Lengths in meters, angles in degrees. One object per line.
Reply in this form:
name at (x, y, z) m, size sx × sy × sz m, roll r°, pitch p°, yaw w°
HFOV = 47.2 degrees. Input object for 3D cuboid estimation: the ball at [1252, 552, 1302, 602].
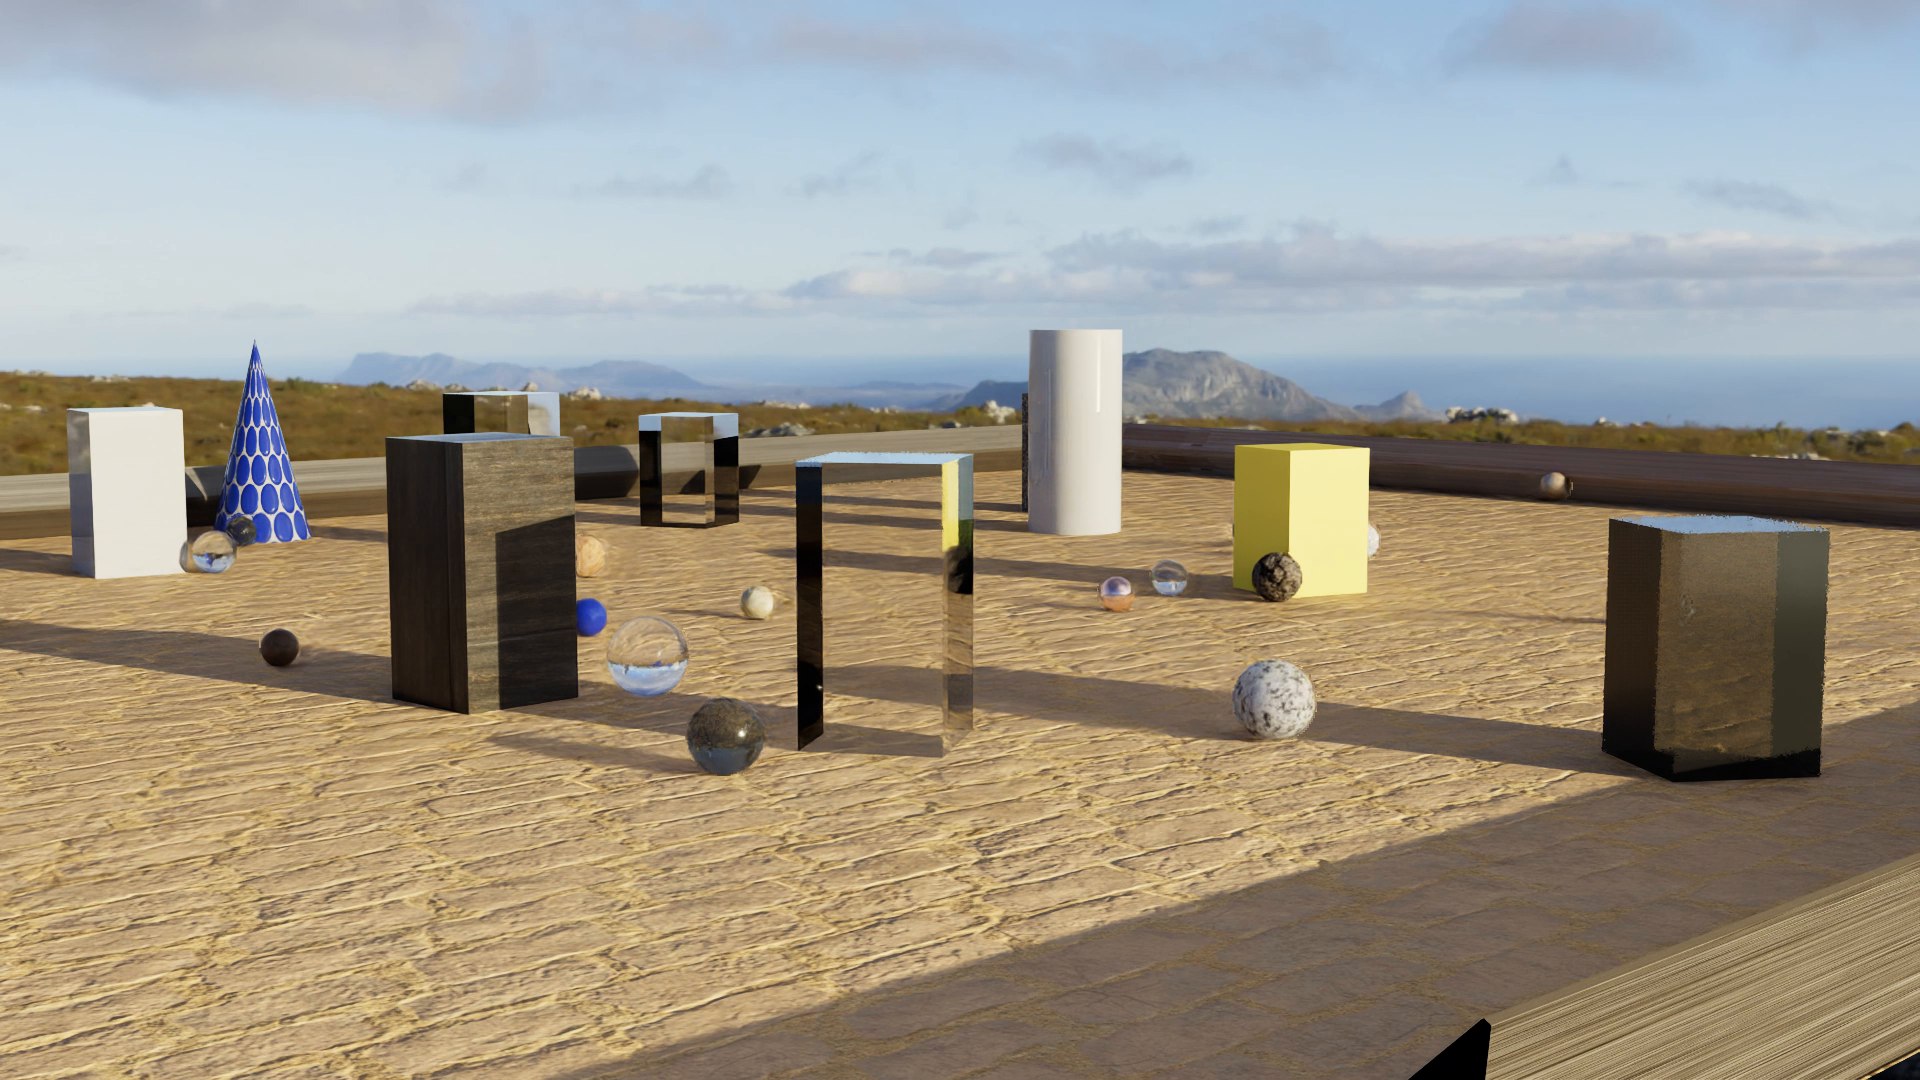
ball at (0.480, 0.056, 3.324) m, size 0.076 × 0.076 × 0.076 m, roll 0°, pitch 6°, yaw 0°

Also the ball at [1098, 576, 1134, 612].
ball at (0.229, 0.079, 3.216) m, size 0.052 × 0.052 × 0.052 m, roll 0°, pitch 6°, yaw 0°

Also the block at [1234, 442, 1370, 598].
block at (0.535, -0.034, 3.459) m, size 0.149 × 0.226 × 0.149 m, roll -3°, pitch 7°, yaw -27°

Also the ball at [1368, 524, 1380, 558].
ball at (0.704, 0.002, 3.869) m, size 0.067 × 0.067 × 0.067 m, roll 0°, pitch 6°, yaw 0°

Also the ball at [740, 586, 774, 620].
ball at (-0.290, 0.090, 3.138) m, size 0.047 × 0.047 × 0.047 m, roll 0°, pitch 6°, yaw 0°

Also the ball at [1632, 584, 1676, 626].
ball at (0.974, 0.090, 3.083) m, size 0.058 × 0.058 × 0.058 m, roll 0°, pitch 6°, yaw 0°

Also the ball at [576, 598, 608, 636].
ball at (-0.504, 0.105, 2.978) m, size 0.052 × 0.052 × 0.052 m, roll 0°, pitch 6°, yaw 0°

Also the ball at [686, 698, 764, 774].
ball at (-0.224, 0.187, 2.098) m, size 0.074 × 0.074 × 0.074 m, roll 0°, pitch 6°, yaw 0°

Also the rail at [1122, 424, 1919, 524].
rail at (1.622, -0.126, 4.821) m, size 0.045 × 0.121 × 3.766 m, roll -6°, pitch 8°, yaw -42°

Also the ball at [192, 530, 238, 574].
ball at (-1.248, 0.020, 3.683) m, size 0.072 × 0.072 × 0.072 m, roll 0°, pitch 6°, yaw 0°

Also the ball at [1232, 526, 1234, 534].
ball at (0.539, -0.019, 4.119) m, size 0.057 × 0.057 × 0.057 m, roll 0°, pitch 6°, yaw 0°

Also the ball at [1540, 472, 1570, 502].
ball at (1.362, -0.122, 5.036) m, size 0.068 × 0.068 × 0.068 m, roll 0°, pitch 6°, yaw 0°

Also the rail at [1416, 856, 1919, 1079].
rail at (1.261, 0.176, 1.973) m, size 4.462 × 0.121 × 0.045 m, roll -6°, pitch 8°, yaw -42°

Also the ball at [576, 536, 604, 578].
ball at (-0.621, 0.027, 3.627) m, size 0.070 × 0.070 × 0.070 m, roll 0°, pitch 6°, yaw 0°

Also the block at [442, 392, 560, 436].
block at (-0.847, -0.129, 4.073) m, size 0.149 × 0.286 × 0.149 m, roll 4°, pitch 7°, yaw 31°

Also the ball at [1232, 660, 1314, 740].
ball at (0.323, 0.164, 2.263) m, size 0.084 × 0.084 × 0.084 m, roll 0°, pitch 6°, yaw 0°

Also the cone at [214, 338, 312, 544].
cone at (-1.347, -0.195, 4.221) m, size 0.186 × 0.385 × 0.186 m, roll 0°, pitch 6°, yaw 0°

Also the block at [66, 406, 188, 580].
block at (-1.400, -0.083, 3.695) m, size 0.149 × 0.273 × 0.149 m, roll -4°, pitch 7°, yaw -35°

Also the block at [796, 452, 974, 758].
block at (-0.075, 0.061, 2.251) m, size 0.149 × 0.292 × 0.149 m, roll 1°, pitch 6°, yaw 12°

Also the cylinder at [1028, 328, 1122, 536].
cylinder at (0.229, -0.218, 4.372) m, size 0.186 × 0.400 × 0.186 m, roll 0°, pitch 6°, yaw 0°

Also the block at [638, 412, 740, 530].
block at (-0.554, -0.144, 4.502) m, size 0.149 × 0.225 × 0.149 m, roll 2°, pitch 6°, yaw 21°

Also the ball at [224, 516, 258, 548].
ball at (-1.335, -0.015, 4.085) m, size 0.057 × 0.057 × 0.057 m, roll 0°, pitch 6°, yaw 0°

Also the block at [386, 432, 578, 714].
block at (-0.542, 0.032, 2.495) m, size 0.149 × 0.298 × 0.149 m, roll 6°, pitch 8°, yaw 42°

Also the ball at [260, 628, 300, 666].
ball at (-0.845, 0.133, 2.731) m, size 0.047 × 0.047 × 0.047 m, roll 0°, pitch 6°, yaw 0°

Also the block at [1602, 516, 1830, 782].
block at (0.731, 0.102, 2.138) m, size 0.149 × 0.235 × 0.149 m, roll -1°, pitch 6°, yaw -9°

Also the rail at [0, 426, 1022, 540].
rail at (-1.261, -0.113, 4.691) m, size 4.462 × 0.121 × 0.045 m, roll -6°, pitch 8°, yaw -42°

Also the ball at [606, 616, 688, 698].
ball at (-0.357, 0.133, 2.513) m, size 0.093 × 0.093 × 0.093 m, roll 0°, pitch 6°, yaw 0°

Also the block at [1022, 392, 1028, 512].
block at (0.240, -0.191, 4.792) m, size 0.149 × 0.258 × 0.149 m, roll 5°, pitch 8°, yaw 41°

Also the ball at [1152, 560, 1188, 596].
ball at (0.323, 0.059, 3.392) m, size 0.056 × 0.056 × 0.056 m, roll 0°, pitch 6°, yaw 0°
